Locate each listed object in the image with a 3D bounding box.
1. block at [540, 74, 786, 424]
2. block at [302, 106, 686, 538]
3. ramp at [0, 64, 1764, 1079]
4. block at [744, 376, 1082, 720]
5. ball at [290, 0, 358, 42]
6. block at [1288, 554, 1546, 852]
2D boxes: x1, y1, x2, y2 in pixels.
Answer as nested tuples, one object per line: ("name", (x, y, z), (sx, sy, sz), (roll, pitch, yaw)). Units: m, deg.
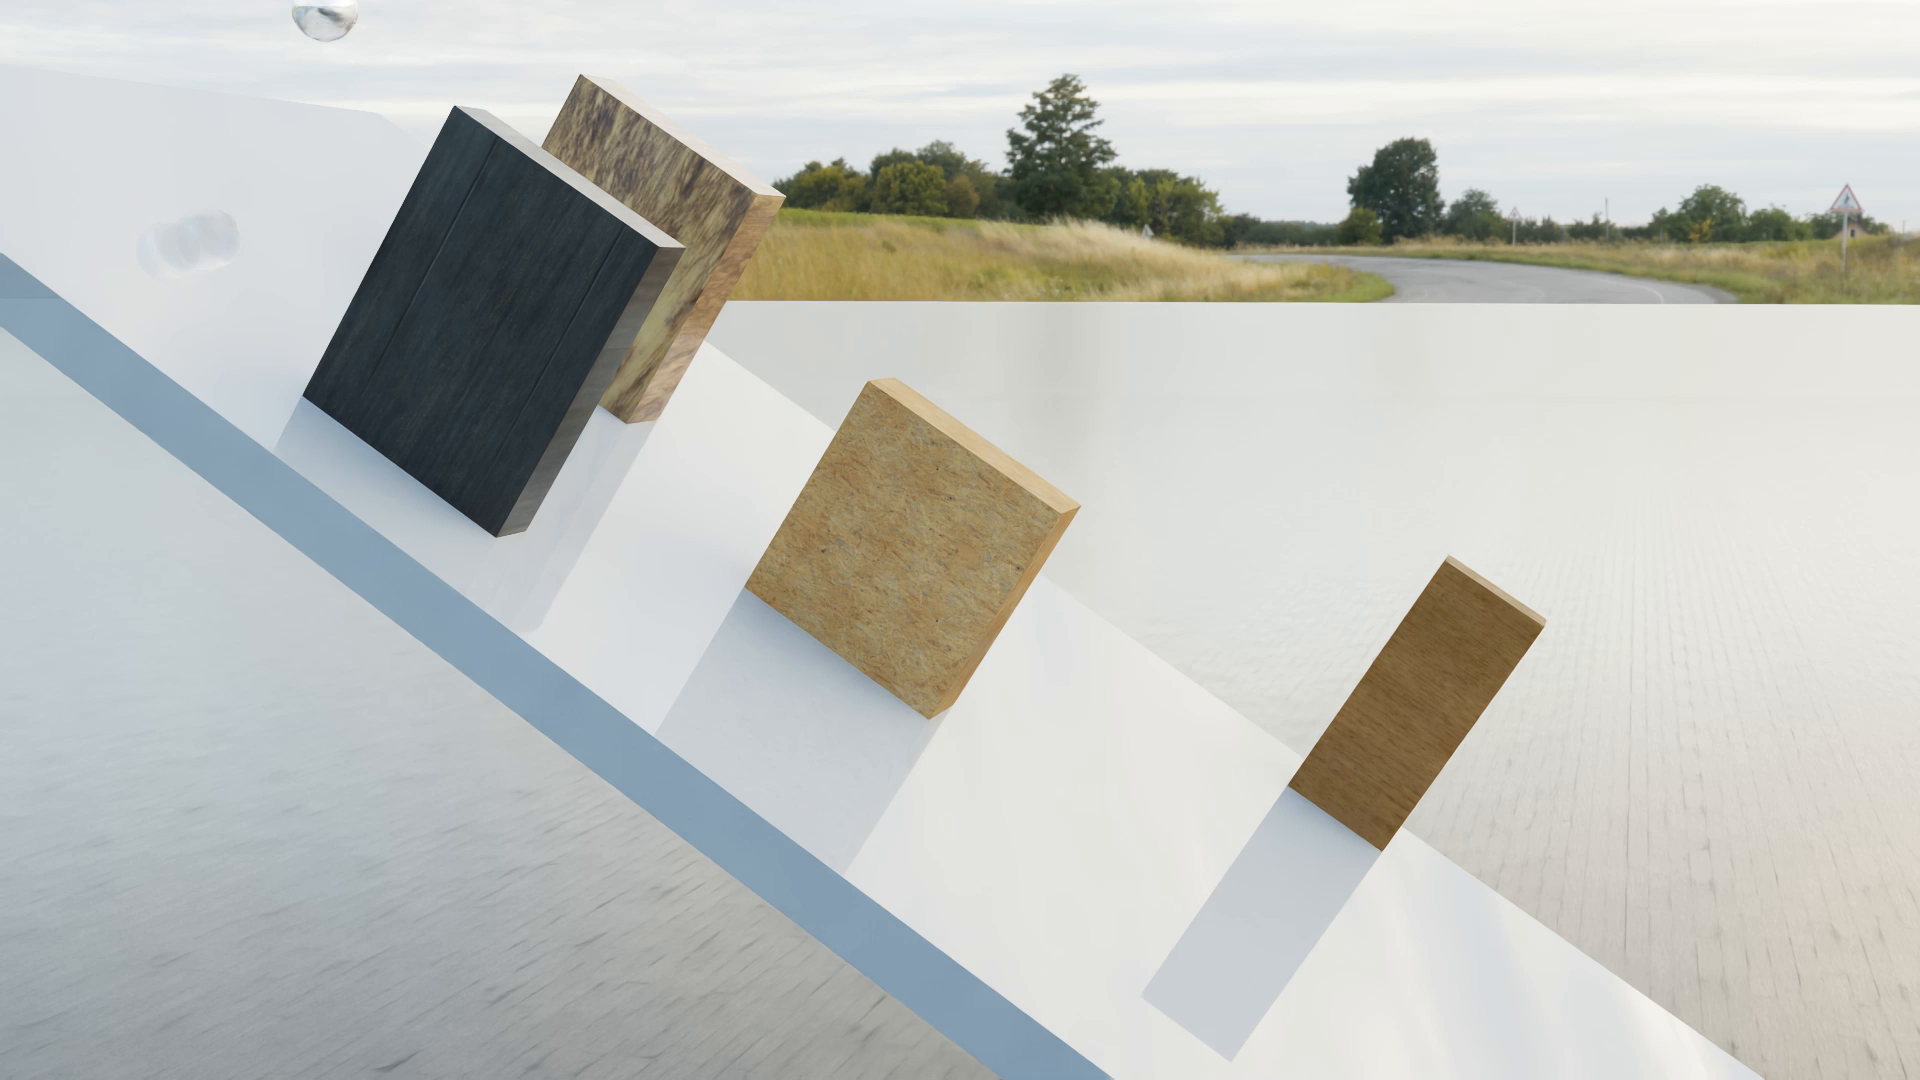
("block", (-0.677, -0.576, 4.378), (0.438, 0.529, 0.147), (35, 15, 10))
("block", (-0.744, -0.344, 3.485), (0.408, 0.539, 0.099), (35, 15, 10))
("ramp", (-0.139, 0.231, 4.105), (4.000, 0.100, 2.000), (35, 15, 10))
("block", (-0.085, 0.011, 3.870), (0.409, 0.437, 0.144), (35, 15, 10))
("ball", (-1.358, -1.136, 4.699), (0.139, 0.139, 0.139), (0, 7, 0))
("block", (0.955, 0.342, 4.610), (0.240, 0.584, 0.105), (35, 15, 10))
